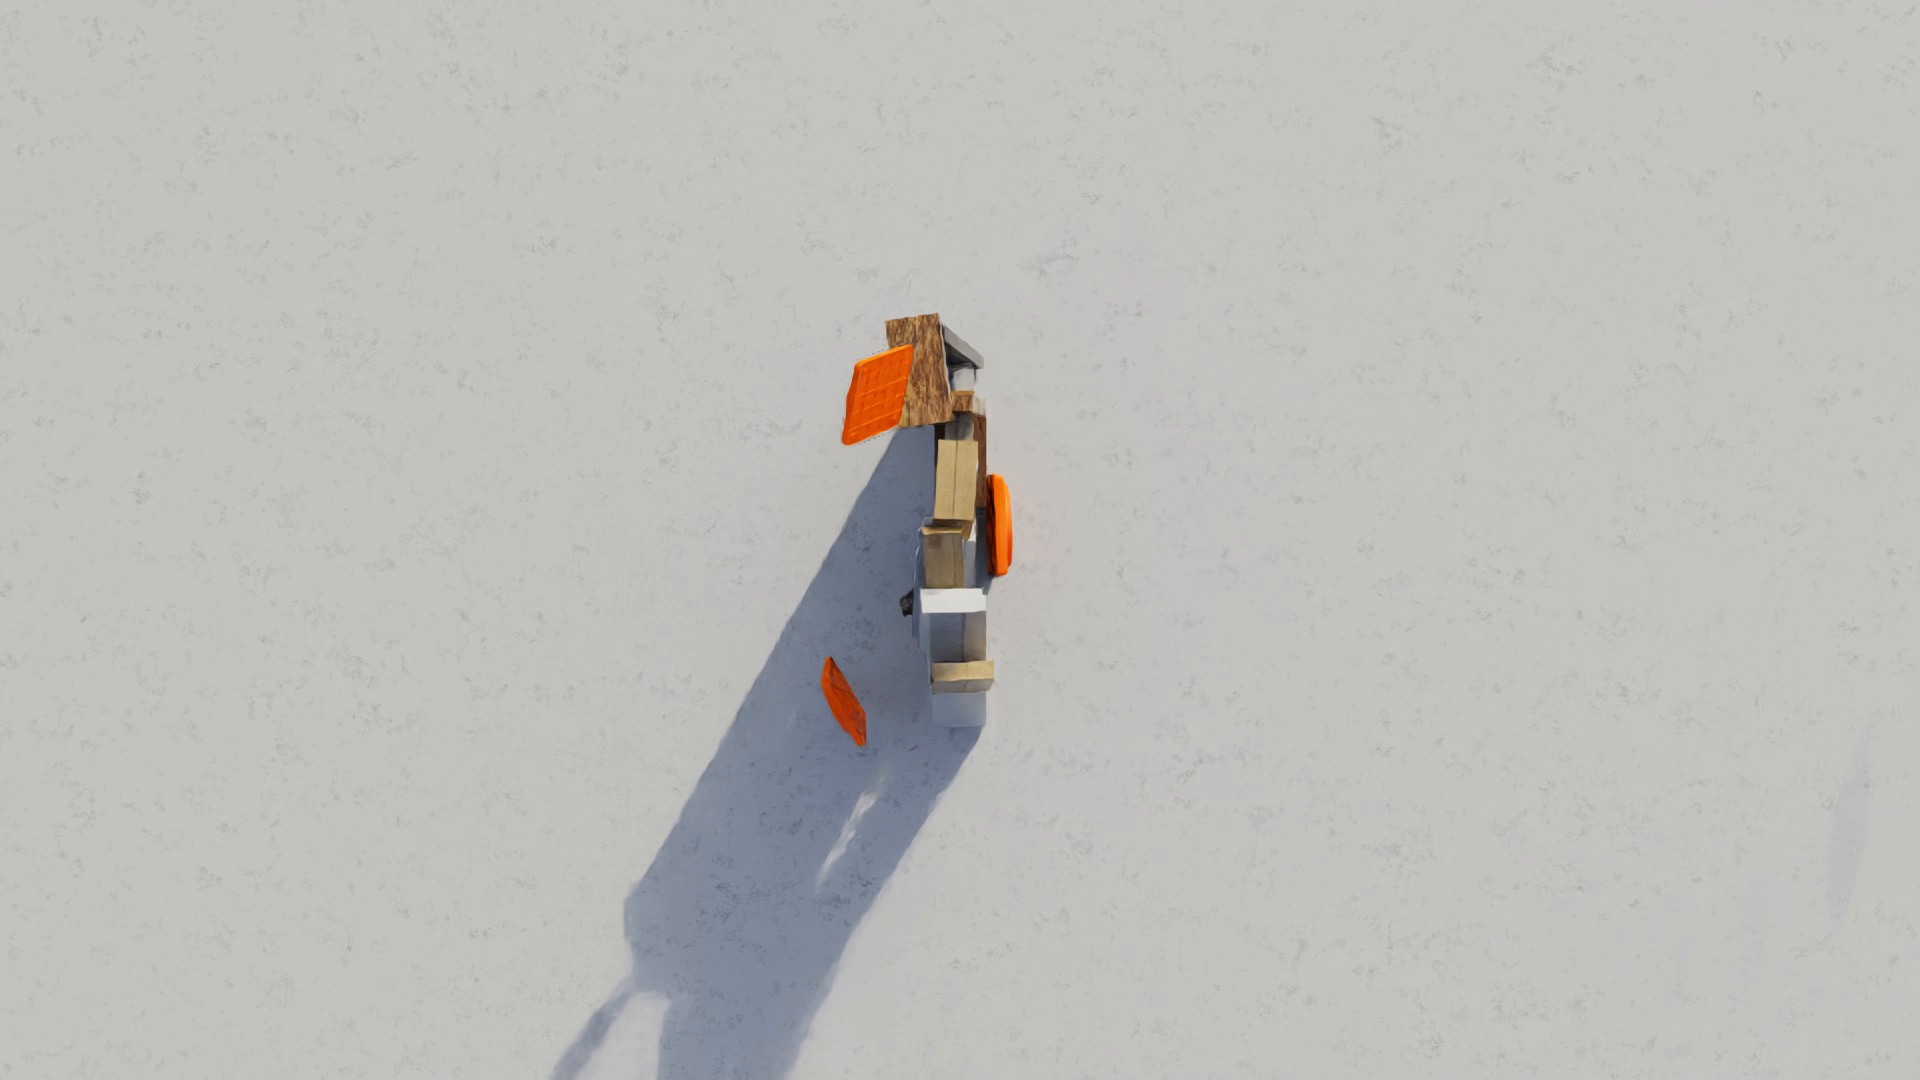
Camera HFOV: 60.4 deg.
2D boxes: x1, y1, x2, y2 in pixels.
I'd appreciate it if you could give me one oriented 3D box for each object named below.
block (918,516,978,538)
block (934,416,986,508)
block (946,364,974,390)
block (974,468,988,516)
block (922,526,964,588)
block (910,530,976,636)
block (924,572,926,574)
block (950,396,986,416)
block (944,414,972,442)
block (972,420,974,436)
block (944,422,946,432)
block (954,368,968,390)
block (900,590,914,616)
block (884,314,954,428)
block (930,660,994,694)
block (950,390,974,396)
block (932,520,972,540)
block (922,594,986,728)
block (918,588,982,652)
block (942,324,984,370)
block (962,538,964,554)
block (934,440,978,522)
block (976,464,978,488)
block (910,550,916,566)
[{"bbox_3d":[-0.034,-0.028,5.133,0.171,0.426,0.049,-1,97,2],"label":"block"},{"bbox_3d":[0.001,-0.264,5.152,0.162,0.046,0.325,0,92,0],"label":"block"},{"bbox_3d":[-0.002,-0.473,5.302,0.092,0.026,0.184,-1,90,0],"label":"block"},{"bbox_3d":[0.002,-0.158,5.339,0.162,0.325,0.046,1,72,0],"label":"block"},{"bbox_3d":[-0.046,0.057,4.671,0.108,0.031,0.217,-4,128,-2],"label":"block"},{"bbox_3d":[-0.051,0.136,4.944,0.171,0.049,0.343,3,121,-4],"label":"block"},{"bbox_3d":[-0.047,0.153,4.844,0.108,0.217,0.031,-2,63,-1],"label":"block"},{"bbox_3d":[-0.018,-0.390,4.801,0.152,0.303,0.043,1,92,8],"label":"block"},{"bbox_3d":[-0.004,-0.287,4.785,0.080,0.023,0.160,1,91,0],"label":"block"},{"bbox_3d":[0.002,-0.352,5.052,0.075,0.149,0.021,0,111,0],"label":"block"},{"bbox_3d":[-0.005,-0.325,4.876,0.080,0.160,0.023,1,81,0],"label":"block"},{"bbox_3d":[0.002,-0.496,5.188,0.047,0.013,0.094,0,90,0],"label":"block"},{"bbox_3d":[-0.078,0.170,5.183,0.171,0.343,0.049,-17,93,8],"label":"block"},{"bbox_3d":[-0.114,-0.474,4.635,0.152,0.043,0.303,-7,92,9],"label":"block"},{"bbox_3d":[0.005,0.407,4.860,0.176,0.351,0.050,-2,79,-2],"label":"block"},{"bbox_3d":[0.002,-0.376,4.968,0.075,0.021,0.149,1,90,0],"label":"block"},{"bbox_3d":[-0.022,-0.040,4.731,0.111,0.221,0.031,-13,72,-8],"label":"block"},{"bbox_3d":[-0.009,0.388,5.038,0.175,0.996,0.050,-2,65,0],"label":"block"},{"bbox_3d":[-0.030,0.238,4.841,0.176,0.351,0.050,0,64,-3],"label":"block"},{"bbox_3d":[-0.059,-0.585,5.071,0.152,0.845,0.043,-1,90,8],"label":"block"},{"bbox_3d":[-0.044,0.034,4.764,0.108,0.217,0.031,-3,68,0],"label":"block"},{"bbox_3d":[-0.010,-0.166,4.612,0.111,0.031,0.221,3,83,0],"label":"block"},{"bbox_3d":[-0.003,-0.191,4.774,0.111,0.282,0.031,0,81,0],"label":"block"},{"bbox_3d":[-0.080,0.103,5.343,0.100,0.028,0.201,-17,131,8],"label":"block"}]
